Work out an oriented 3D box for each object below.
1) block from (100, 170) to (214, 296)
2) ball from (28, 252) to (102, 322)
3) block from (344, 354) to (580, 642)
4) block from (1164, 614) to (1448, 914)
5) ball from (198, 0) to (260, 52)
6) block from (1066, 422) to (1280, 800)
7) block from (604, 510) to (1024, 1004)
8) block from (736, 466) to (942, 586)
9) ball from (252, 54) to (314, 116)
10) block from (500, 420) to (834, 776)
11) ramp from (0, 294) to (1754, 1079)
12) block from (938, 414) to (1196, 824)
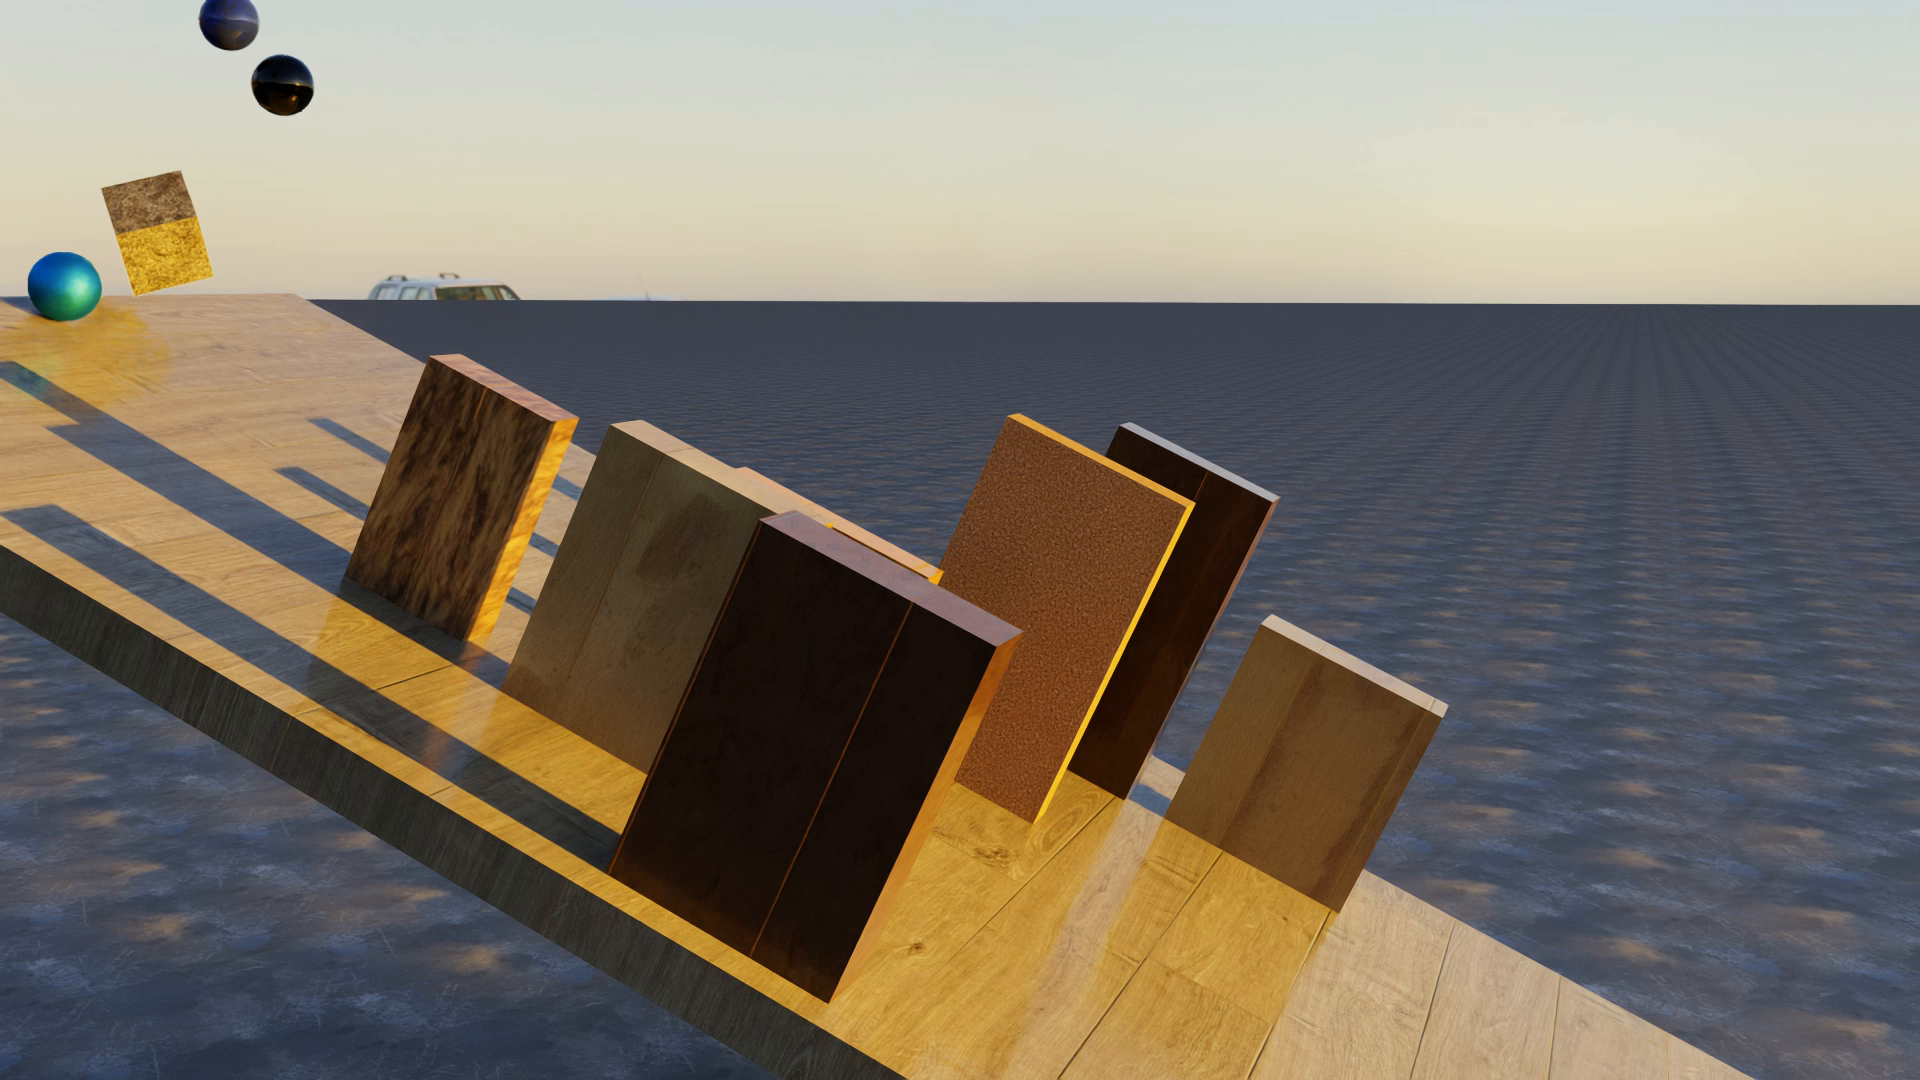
[{"bbox_3d":[-1.793,-0.687,4.914,0.174,0.174,0.174,-17,51,-18],"label":"block"},{"bbox_3d":[-1.853,-0.525,4.550,0.144,0.144,0.144,0,7,0],"label":"ball"},{"bbox_3d":[-0.887,-0.076,3.909,0.258,0.435,0.106,28,14,12],"label":"block"},{"bbox_3d":[0.722,0.464,4.601,0.411,0.468,0.140,28,14,12],"label":"block"},{"bbox_3d":[-1.559,-1.107,4.693,0.125,0.125,0.125,0,7,0],"label":"ball"},{"bbox_3d":[0.353,0.150,4.632,0.353,0.708,0.103,28,14,12],"label":"block"},{"bbox_3d":[-0.219,0.315,3.240,0.392,0.597,0.141,28,14,12],"label":"block"},{"bbox_3d":[-0.313,0.156,4.036,0.424,0.432,0.087,28,14,12],"label":"block"},{"bbox_3d":[-1.452,-0.976,4.717,0.130,0.130,0.130,0,7,0],"label":"ball"},{"bbox_3d":[-0.498,0.114,3.711,0.385,0.508,0.122,28,14,12],"label":"block"},{"bbox_3d":[-0.262,0.446,4.169,4.000,0.100,2.000,28,14,12],"label":"ramp"},{"bbox_3d":[0.128,0.153,4.260,0.385,0.693,0.082,28,14,12],"label":"block"}]
